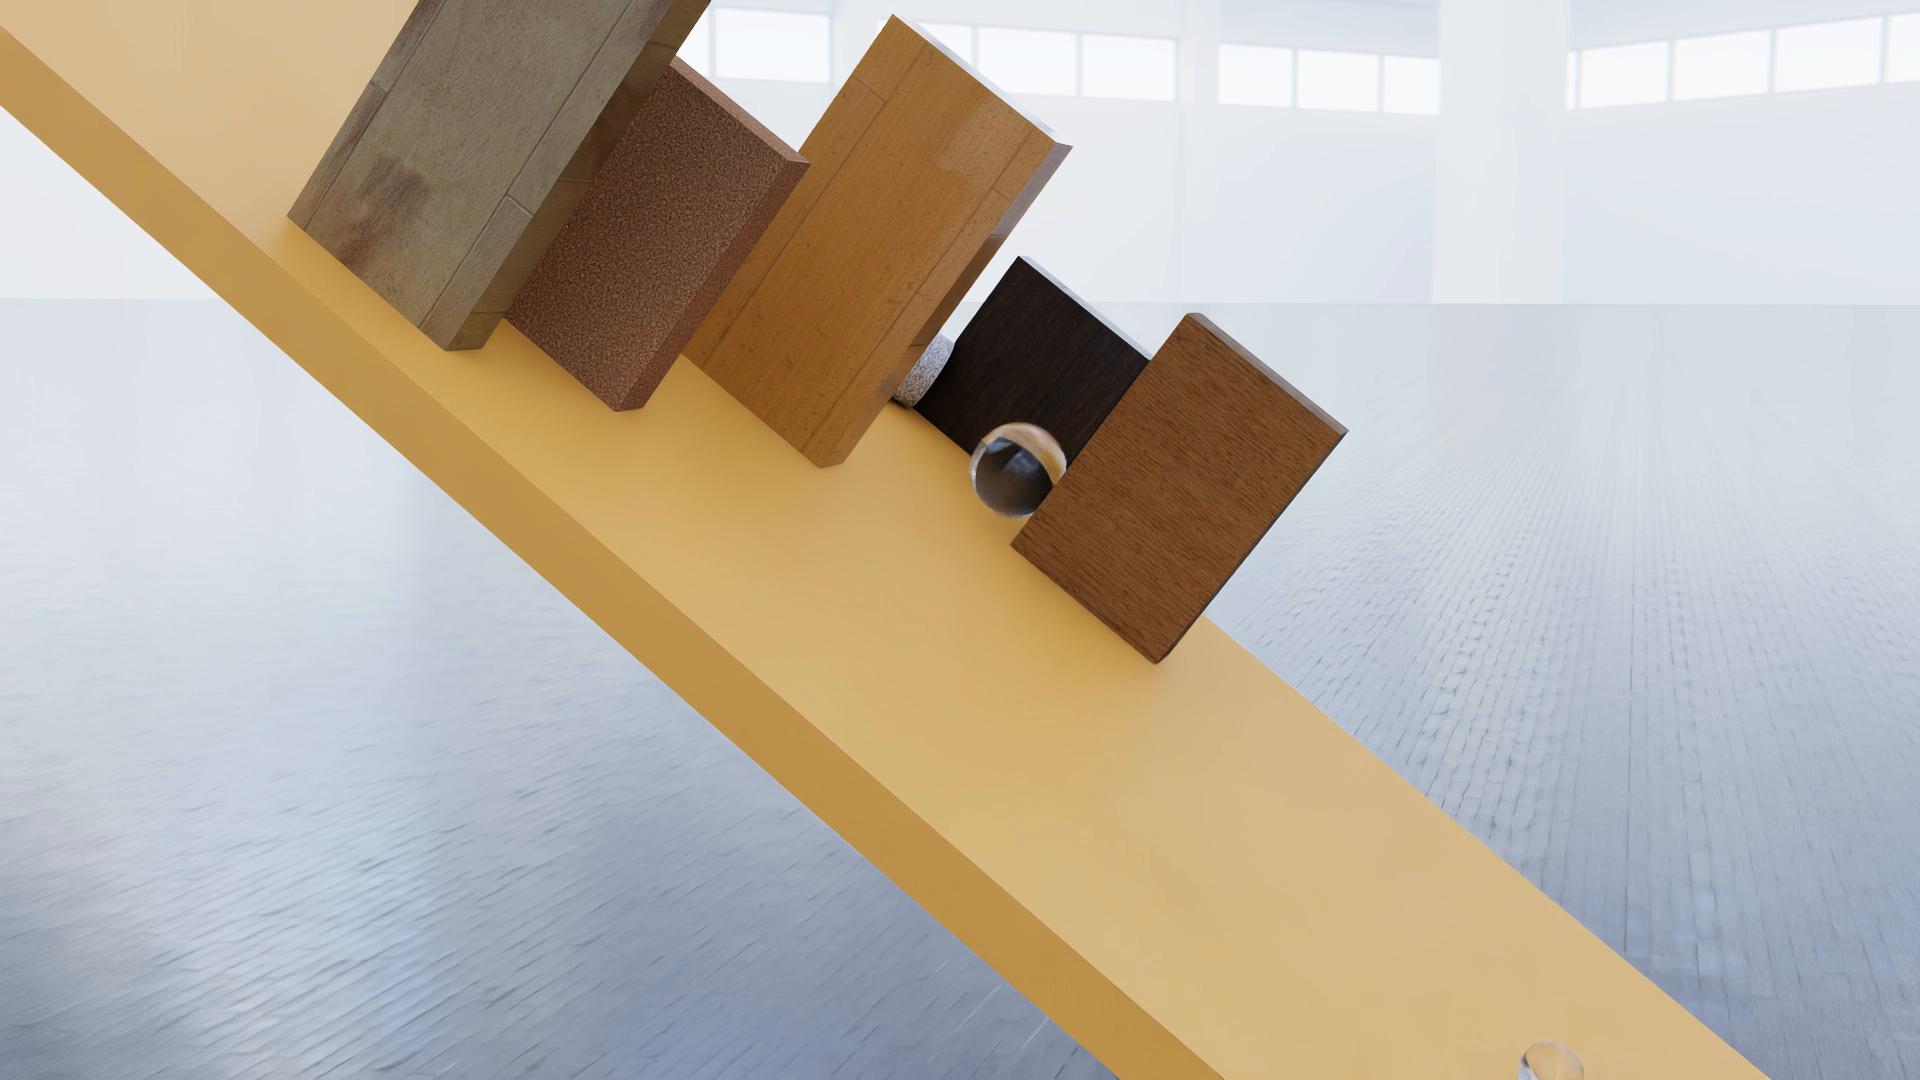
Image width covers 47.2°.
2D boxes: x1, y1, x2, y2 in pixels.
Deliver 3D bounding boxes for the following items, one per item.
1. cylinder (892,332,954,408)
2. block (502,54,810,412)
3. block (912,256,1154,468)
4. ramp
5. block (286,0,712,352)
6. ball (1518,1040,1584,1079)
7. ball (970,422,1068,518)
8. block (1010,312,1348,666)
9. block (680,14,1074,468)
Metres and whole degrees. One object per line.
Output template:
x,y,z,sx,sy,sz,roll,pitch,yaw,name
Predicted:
-0.134,-0.407,4.785,0.176,0.176,0.176,34,1,-11,cylinder
-0.535,-0.520,3.633,0.342,0.509,0.106,40,16,9,block
0.168,-0.336,4.795,0.393,0.410,0.082,40,16,9,block
-0.042,0.099,4.059,4.000,0.100,2.000,40,16,9,ramp
-0.680,-0.699,3.349,0.342,0.769,0.114,40,16,9,block
0.977,0.884,3.639,0.108,0.108,0.108,0,7,0,ball
0.121,-0.145,4.544,0.200,0.200,0.200,0,7,0,ball
0.433,-0.103,4.381,0.379,0.587,0.134,40,16,9,block
-0.171,-0.542,4.050,0.381,0.739,0.126,40,16,9,block
